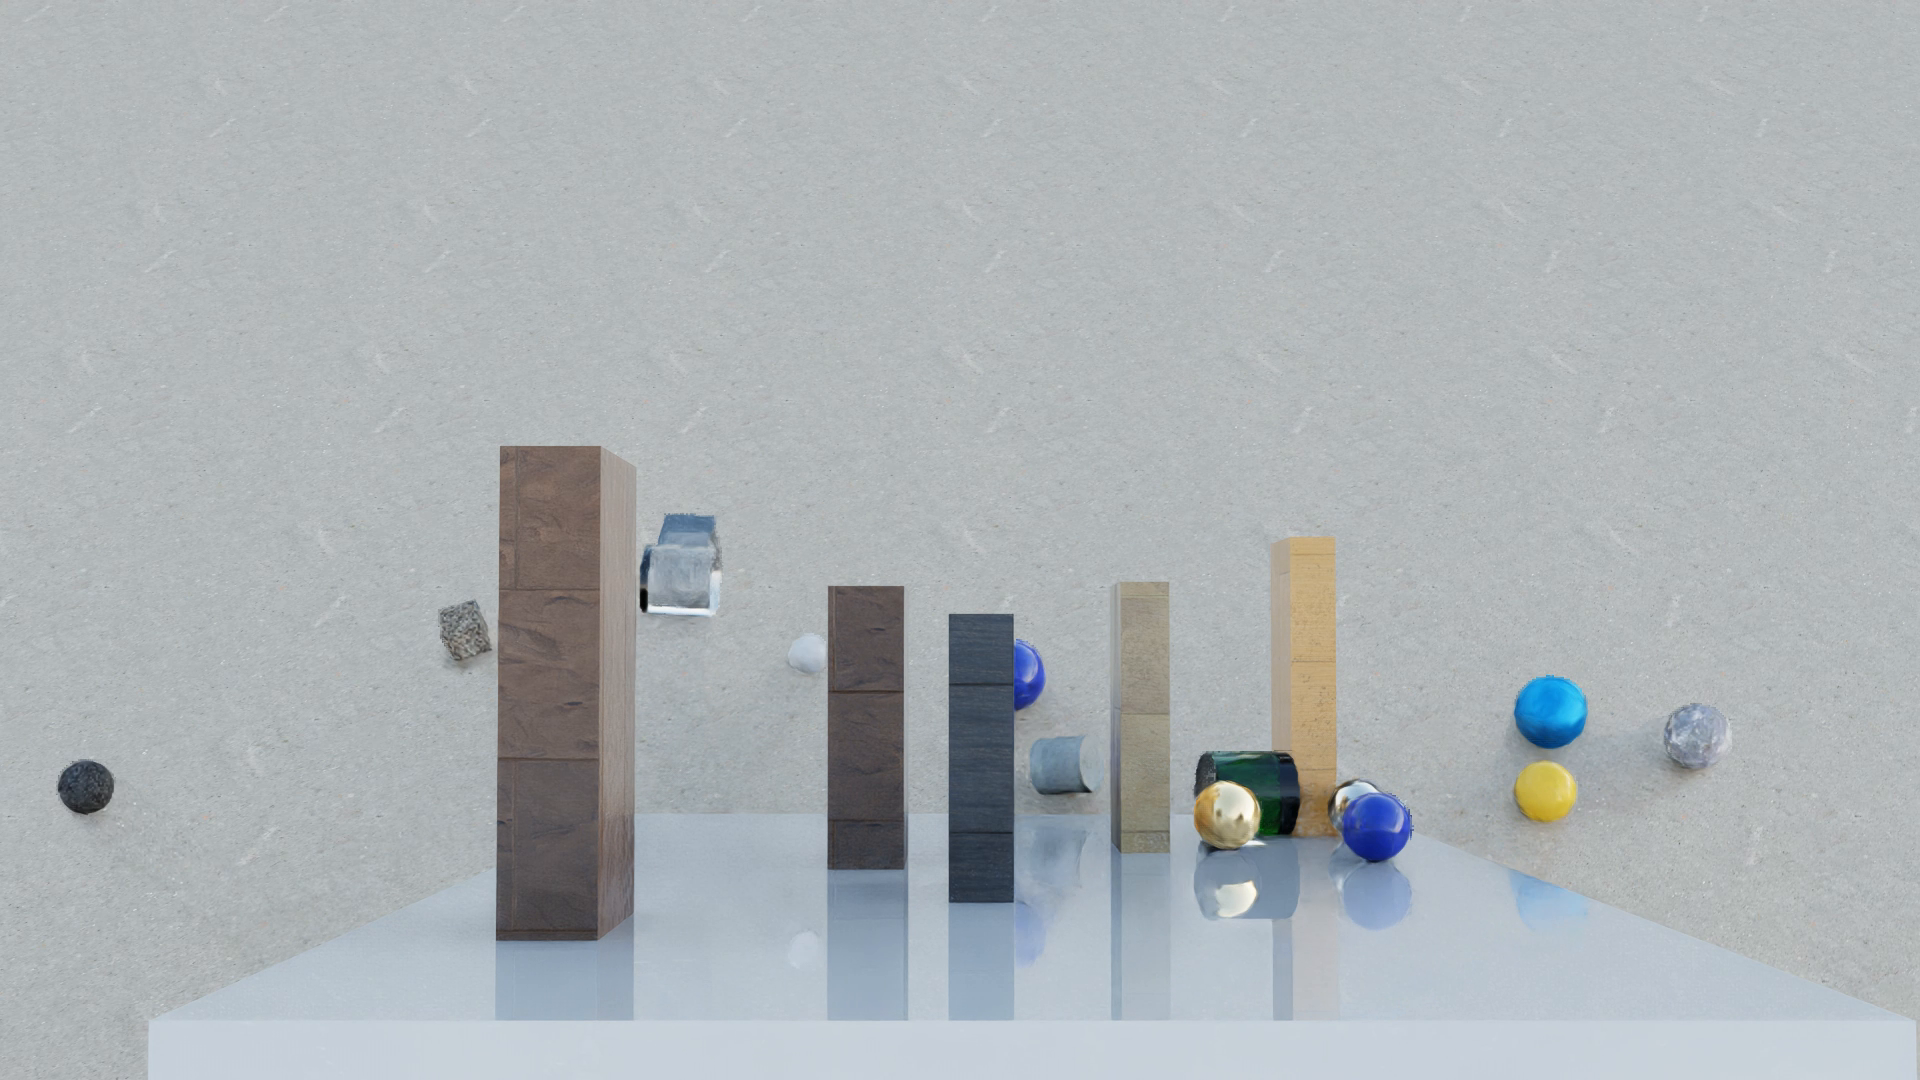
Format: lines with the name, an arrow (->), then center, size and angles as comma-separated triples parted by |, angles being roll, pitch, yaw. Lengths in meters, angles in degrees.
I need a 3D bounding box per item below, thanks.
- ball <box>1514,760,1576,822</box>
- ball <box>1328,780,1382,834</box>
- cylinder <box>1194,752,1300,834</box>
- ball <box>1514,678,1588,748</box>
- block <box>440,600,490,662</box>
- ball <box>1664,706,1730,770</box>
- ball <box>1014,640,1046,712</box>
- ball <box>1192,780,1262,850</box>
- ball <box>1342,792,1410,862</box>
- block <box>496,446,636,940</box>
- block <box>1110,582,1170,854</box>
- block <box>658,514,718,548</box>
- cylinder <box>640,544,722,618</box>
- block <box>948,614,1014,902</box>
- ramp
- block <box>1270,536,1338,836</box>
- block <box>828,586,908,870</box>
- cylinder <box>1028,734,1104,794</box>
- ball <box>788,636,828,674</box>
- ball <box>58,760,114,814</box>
ball -> 1.575, 0.677, 7.001 | 0.164, 0.164, 0.164 | 0, 37, 0
ball -> 0.909, 0.615, 5.946 | 0.137, 0.137, 0.137 | 0, 37, 0
cylinder -> 0.669, 0.593, 6.081 | 0.193, 0.193, 0.193 | 1, 37, -12
ball -> 1.642, 0.481, 7.233 | 0.197, 0.197, 0.197 | 0, 37, 0
block -> -1.438, 0.263, 7.558 | 0.109, 0.109, 0.109 | -18, 42, -2
ball -> 2.029, 0.543, 7.168 | 0.176, 0.176, 0.176 | 0, 37, 0
ball -> 0.141, 0.384, 7.354 | 0.203, 0.203, 0.203 | 0, 37, 0
ball -> 0.578, 0.595, 5.633 | 0.148, 0.148, 0.148 | 0, 37, 0
ball -> 0.846, 0.583, 5.294 | 0.140, 0.140, 0.140 | 0, 37, 0
block -> -0.602, 0.232, 4.016 | 0.148, 0.722, 0.423 | 0, -3, 0
block -> 0.393, 0.385, 5.715 | 0.103, 0.575, 0.386 | 0, -3, 0
block -> -0.822, 0.032, 7.860 | 0.152, 0.152, 0.152 | 3, 37, 4
cylinder -> -0.826, 0.119, 7.698 | 0.207, 0.207, 0.207 | 4, 37, 4
block -> 0.036, 0.377, 4.600 | 0.110, 0.487, 0.409 | 0, -3, 0
ramp -> 0.082, 0.687, 4.941 | 2.000, 0.100, 4.000 | 0, -3, 0
block -> 0.825, 0.350, 6.266 | 0.105, 0.697, 0.385 | 0, -3, 0
block -> -0.184, 0.377, 5.318 | 0.149, 0.554, 0.449 | 0, -3, 0
cylinder -> 0.290, 0.610, 7.060 | 0.153, 0.153, 0.153 | -7, 32, 29
ball -> -0.437, 0.331, 7.498 | 0.113, 0.113, 0.113 | 0, 37, 0
ball -> -2.361, 0.668, 7.031 | 0.143, 0.143, 0.143 | 0, 37, 0
